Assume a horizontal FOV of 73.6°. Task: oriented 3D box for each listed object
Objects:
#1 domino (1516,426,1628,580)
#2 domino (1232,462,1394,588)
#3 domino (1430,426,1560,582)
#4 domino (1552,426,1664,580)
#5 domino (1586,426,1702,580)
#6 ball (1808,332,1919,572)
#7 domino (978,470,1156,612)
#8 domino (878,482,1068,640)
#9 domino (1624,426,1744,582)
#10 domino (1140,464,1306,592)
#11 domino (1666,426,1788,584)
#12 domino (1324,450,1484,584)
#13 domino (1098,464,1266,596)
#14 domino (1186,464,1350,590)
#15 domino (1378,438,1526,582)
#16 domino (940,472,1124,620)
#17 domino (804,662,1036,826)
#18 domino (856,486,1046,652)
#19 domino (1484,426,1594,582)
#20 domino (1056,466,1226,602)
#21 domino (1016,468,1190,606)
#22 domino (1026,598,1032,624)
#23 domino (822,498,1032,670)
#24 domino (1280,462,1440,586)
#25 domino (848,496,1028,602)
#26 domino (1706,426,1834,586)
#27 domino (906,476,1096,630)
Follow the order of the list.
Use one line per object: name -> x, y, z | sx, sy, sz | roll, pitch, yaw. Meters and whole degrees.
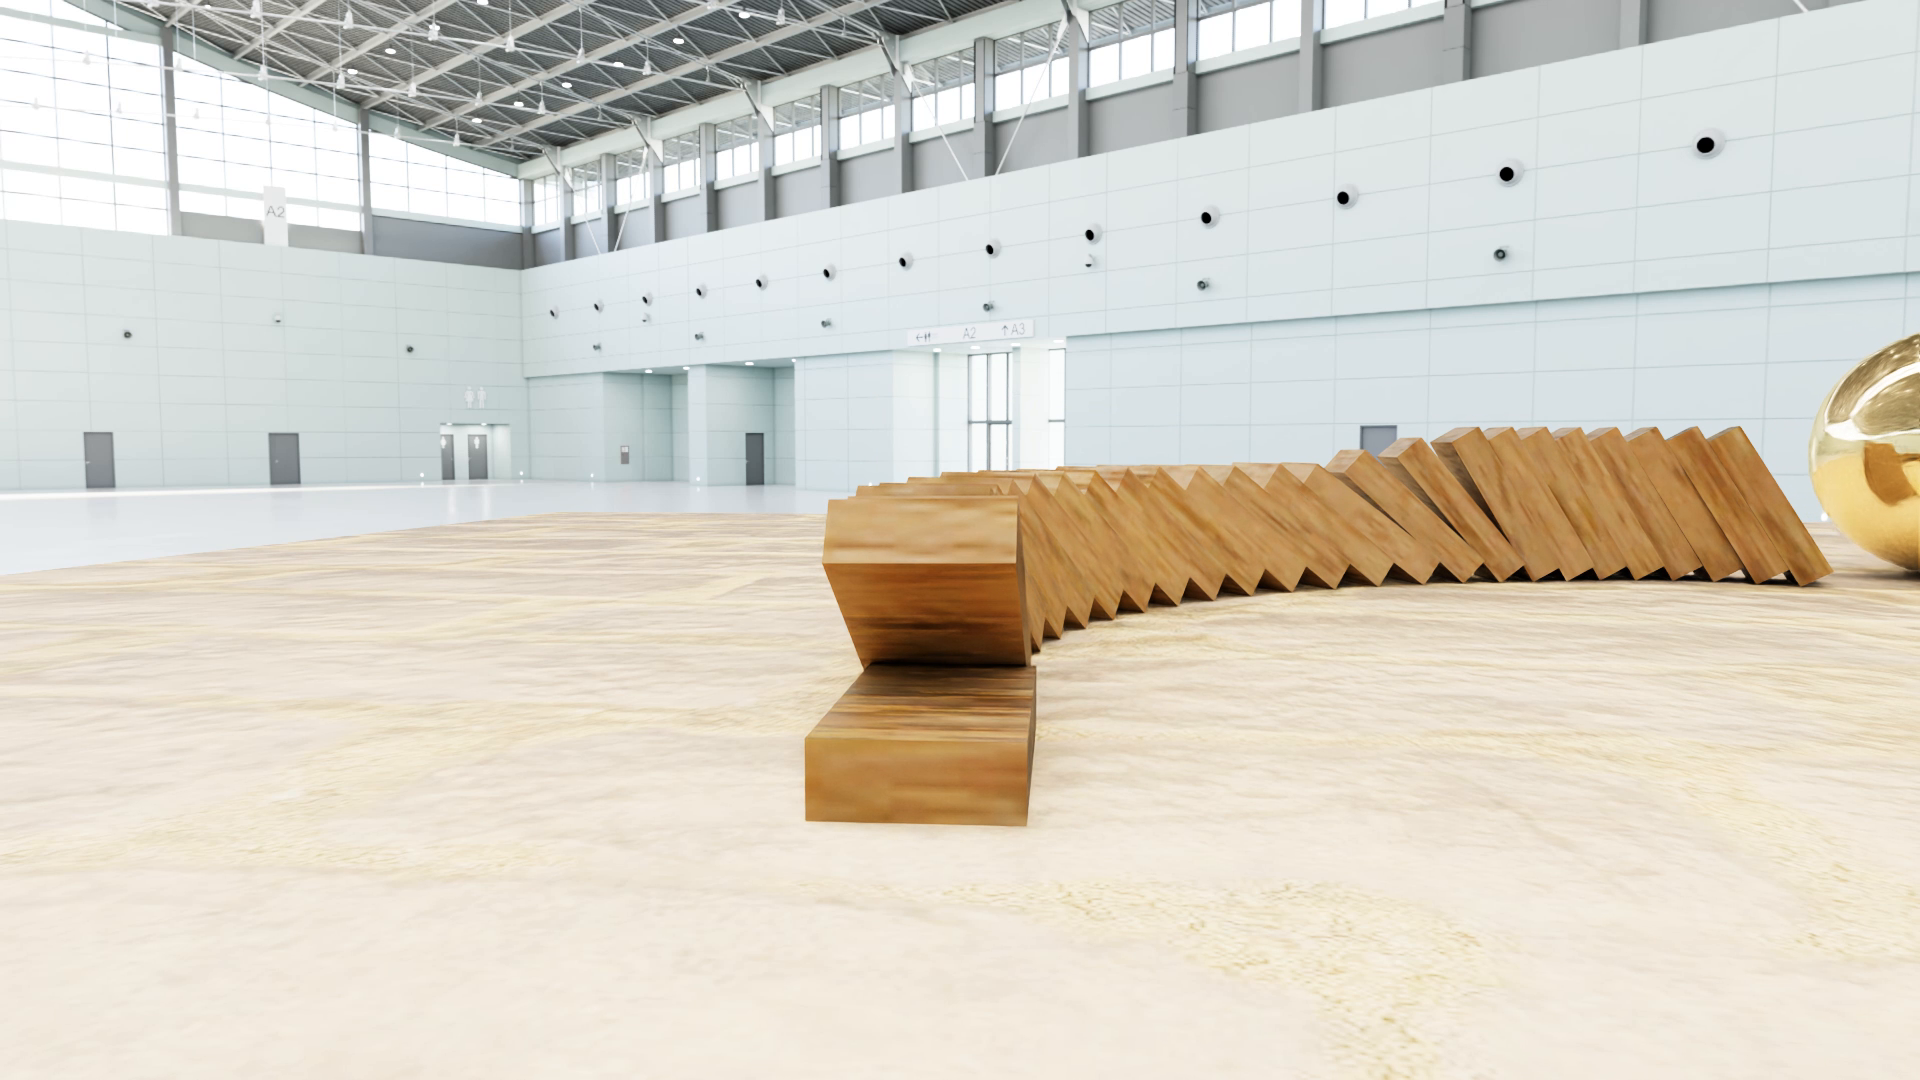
domino -> 0.192, -0.012, 0.411 | 0.009, 0.050, 0.025 | -31, 0, 8
domino -> 0.104, -0.005, 0.385 | 0.050, 0.009, 0.025 | 36, -8, -19
domino -> 0.169, -0.012, 0.406 | 0.010, 0.050, 0.025 | -31, 1, 7
domino -> 0.204, -0.012, 0.411 | 0.009, 0.050, 0.025 | -31, -2, 13
domino -> 0.216, -0.012, 0.411 | 0.009, 0.050, 0.025 | -31, -4, 15
ball -> 0.319, -0.028, 0.410 | 0.080, 0.080, 0.080 | 0, 4, 0
domino -> 0.025, 0.001, 0.316 | 0.025, 0.009, 0.050 | 3, -29, 39
domino -> 0.003, 0.005, 0.266 | 0.025, 0.009, 0.050 | 2, -28, 23
domino -> 0.227, -0.012, 0.407 | 0.010, 0.050, 0.025 | -31, -5, 17
domino -> 0.073, -0.003, 0.367 | 0.050, 0.010, 0.025 | 38, -15, -27
domino -> 0.238, -0.011, 0.401 | 0.009, 0.050, 0.025 | -32, -9, 23
domino -> 0.138, -0.008, 0.401 | 0.050, 0.009, 0.025 | 42, 3, -3
domino -> 0.060, -0.003, 0.357 | 0.050, 0.010, 0.025 | 39, -18, -30
domino -> 0.088, -0.004, 0.378 | 0.050, 0.009, 0.025 | 36, -10, -21
domino -> 0.154, -0.010, 0.404 | 0.009, 0.050, 0.025 | -40, 0, 6
domino -> 0.016, 0.002, 0.301 | 0.025, 0.009, 0.050 | 3, -29, 35
domino -> -0.003, 0.025, 0.168 | 0.025, 0.010, 0.050 | 0, 4, 5
domino -> -0.001, 0.006, 0.247 | 0.025, 0.009, 0.050 | 1, -28, 17
domino -> 0.181, -0.012, 0.408 | 0.010, 0.050, 0.025 | -31, 0, 8
domino -> 0.047, -0.002, 0.344 | 0.025, 0.010, 0.050 | 5, -29, 49
domino -> 0.036, 0.000, 0.330 | 0.025, 0.009, 0.050 | 4, -29, 44
domino -> -0.002, 0.009, 0.227 | 0.025, 0.009, 0.050 | 1, -26, 8
domino -> -0.003, 0.011, 0.188 | 0.025, 0.009, 0.050 | 0, -28, 5
domino -> 0.120, -0.005, 0.394 | 0.050, 0.009, 0.025 | 35, -3, -11
domino -> -0.002, 0.010, 0.206 | 0.025, 0.009, 0.050 | 0, -28, 5
domino -> 0.248, -0.011, 0.395 | 0.010, 0.050, 0.025 | -32, -9, 23
domino -> 0.009, 0.004, 0.284 | 0.025, 0.009, 0.050 | 2, -29, 30
